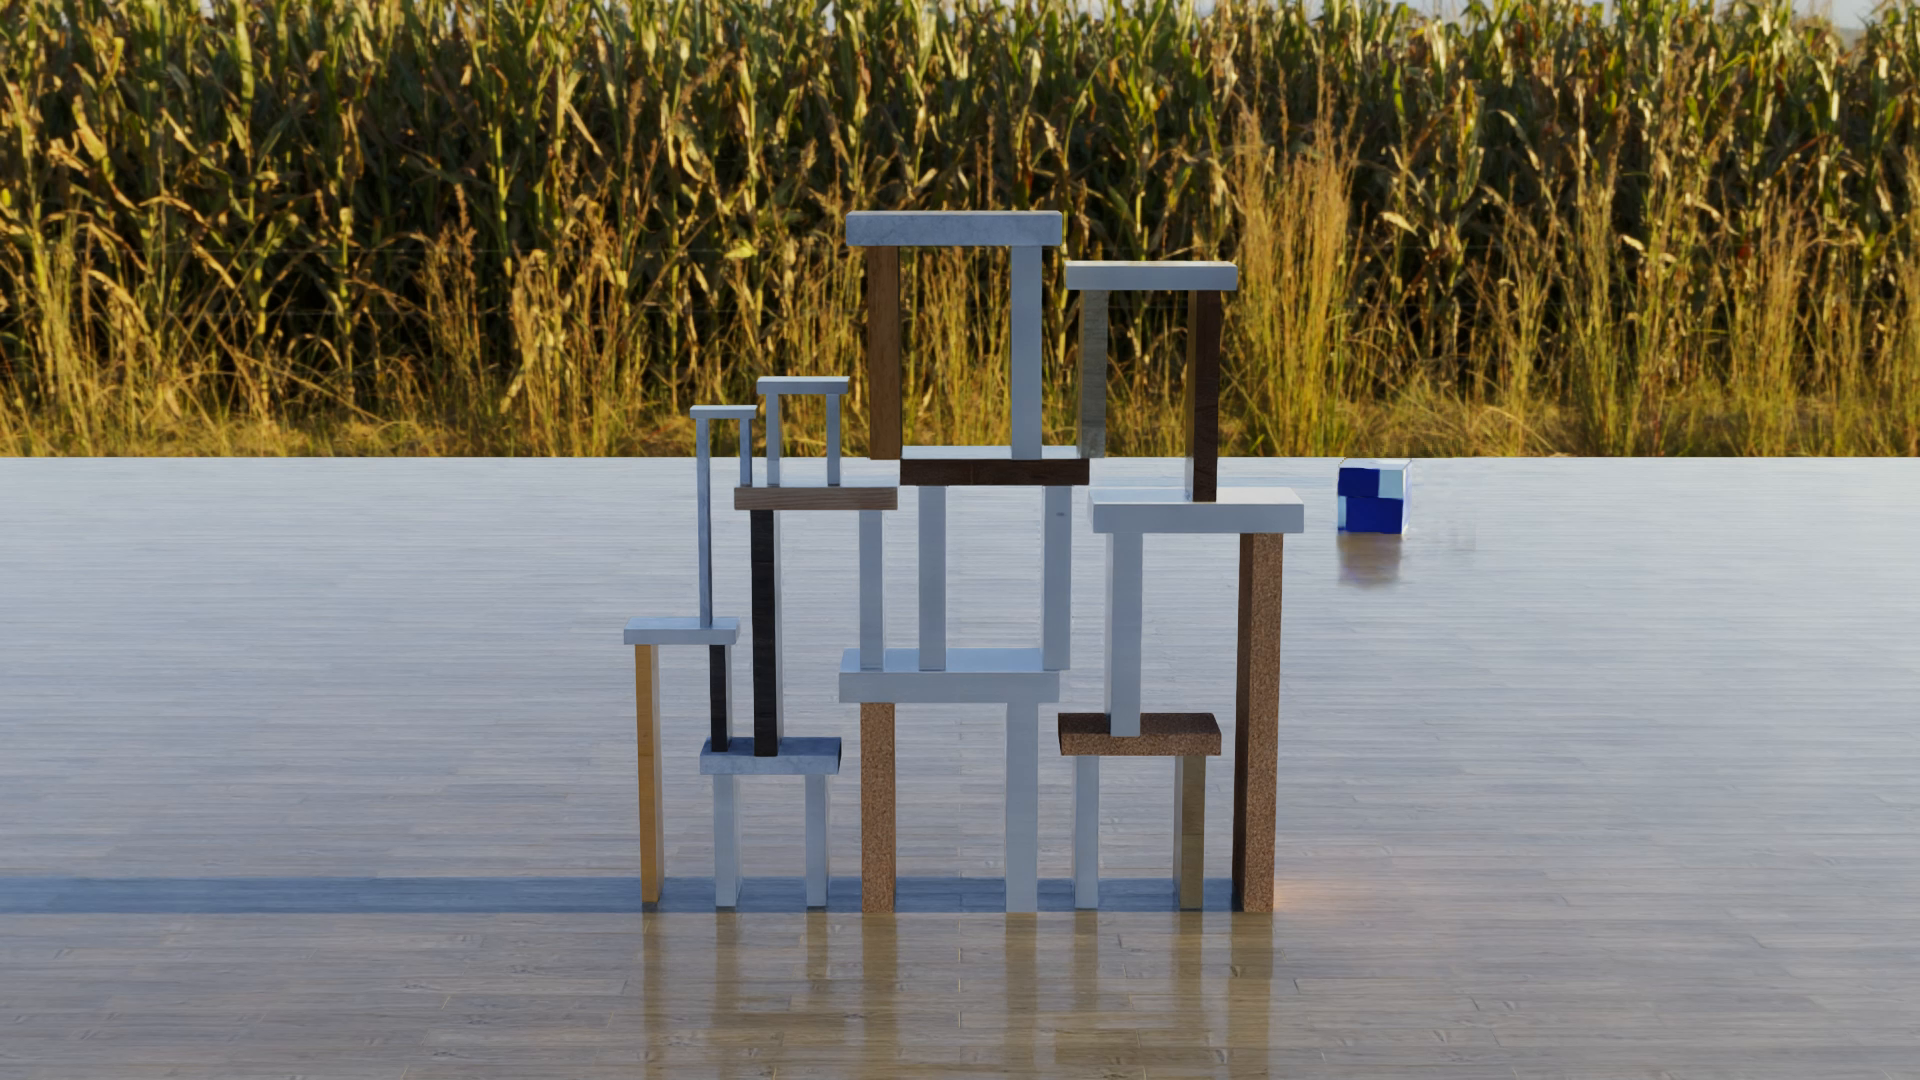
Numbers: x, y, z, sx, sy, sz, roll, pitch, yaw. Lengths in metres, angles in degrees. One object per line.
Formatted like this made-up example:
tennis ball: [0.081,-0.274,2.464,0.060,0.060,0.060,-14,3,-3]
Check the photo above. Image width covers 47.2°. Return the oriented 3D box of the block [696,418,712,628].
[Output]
block: [-0.413,-0.030,3.554,0.015,0.340,0.052,0,11,0]

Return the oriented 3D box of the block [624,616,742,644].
block: [-0.452,0.148,3.591,0.180,0.026,0.090,0,11,0]

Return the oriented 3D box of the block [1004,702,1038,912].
block: [0.100,0.417,3.635,0.050,0.352,0.176,0,11,0]

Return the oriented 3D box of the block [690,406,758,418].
block: [-0.378,-0.205,3.521,0.104,0.015,0.052,0,11,-1]

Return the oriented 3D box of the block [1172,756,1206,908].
block: [0.379,0.464,3.642,0.037,0.258,0.129,0,11,0]

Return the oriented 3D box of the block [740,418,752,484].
block: [-0.344,-0.147,3.533,0.015,0.104,0.052,0,11,0]

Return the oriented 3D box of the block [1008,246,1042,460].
block: [0.104,-0.305,3.505,0.047,0.334,0.167,0,10,0]

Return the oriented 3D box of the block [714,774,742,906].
block: [-0.385,0.481,3.644,0.032,0.224,0.112,0,11,0]

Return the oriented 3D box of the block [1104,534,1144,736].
block: [0.265,0.138,3.581,0.047,0.332,0.166,0,11,0]

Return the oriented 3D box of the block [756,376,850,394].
block: [-0.250,-0.247,3.518,0.144,0.020,0.072,0,11,0]

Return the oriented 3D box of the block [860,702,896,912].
block: [-0.134,0.417,3.635,0.050,0.352,0.176,0,11,0]

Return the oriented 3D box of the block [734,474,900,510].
block: [-0.228,-0.077,3.544,0.258,0.037,0.129,0,11,0]

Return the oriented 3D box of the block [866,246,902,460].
block: [-0.119,-0.305,3.505,0.047,0.334,0.167,0,10,0]

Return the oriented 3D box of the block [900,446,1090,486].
block: [0.055,-0.120,3.541,0.299,0.042,0.149,0,10,0]

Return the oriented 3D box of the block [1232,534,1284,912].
block: [0.487,0.282,3.608,0.047,0.627,0.166,0,11,0]

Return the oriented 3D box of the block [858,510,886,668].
block: [-0.142,0.068,3.571,0.037,0.258,0.129,0,11,0]

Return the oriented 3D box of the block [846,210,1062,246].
block: [-0.009,-0.493,3.472,0.334,0.047,0.167,0,10,0]

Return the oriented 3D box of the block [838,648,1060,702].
block: [-0.017,0.220,3.598,0.352,0.050,0.176,0,11,0]

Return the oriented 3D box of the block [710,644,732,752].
block: [-0.392,0.249,3.610,0.026,0.180,0.090,0,11,0]

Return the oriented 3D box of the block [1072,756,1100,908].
block: [0.207,0.464,3.642,0.037,0.258,0.129,0,11,0]

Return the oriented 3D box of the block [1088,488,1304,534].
block: [0.376,-0.049,3.546,0.332,0.047,0.166,0,11,0]

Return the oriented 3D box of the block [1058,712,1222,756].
block: [0.293,0.319,3.615,0.258,0.037,0.129,0,11,0]

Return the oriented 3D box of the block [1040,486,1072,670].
block: [0.155,0.048,3.569,0.042,0.299,0.149,0,10,0]

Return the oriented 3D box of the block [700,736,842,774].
block: [-0.310,0.355,3.621,0.224,0.032,0.112,0,11,0]

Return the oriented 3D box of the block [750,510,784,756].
block: [-0.314,0.140,3.585,0.037,0.404,0.129,0,11,0]

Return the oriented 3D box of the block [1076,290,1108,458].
block: [0.211,-0.271,3.510,0.037,0.265,0.132,1,10,0]

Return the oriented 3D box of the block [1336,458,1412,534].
block: [1.331,-0.143,7.054,0.205,0.205,0.205,4,11,18]

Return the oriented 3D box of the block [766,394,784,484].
block: [-0.298,-0.167,3.533,0.020,0.144,0.072,0,11,0]

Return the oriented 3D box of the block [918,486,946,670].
block: [-0.044,0.048,3.569,0.042,0.299,0.149,0,10,0]

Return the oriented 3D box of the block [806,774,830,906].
block: [-0.235,0.481,3.644,0.032,0.224,0.112,0,11,0]

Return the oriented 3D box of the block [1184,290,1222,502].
block: [0.387,-0.236,3.512,0.037,0.333,0.132,0,11,0]

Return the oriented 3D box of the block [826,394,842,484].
block: [-0.202,-0.167,3.533,0.020,0.144,0.072,0,11,0]

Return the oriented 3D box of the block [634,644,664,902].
block: [-0.512,0.375,3.633,0.026,0.436,0.090,0,11,0]

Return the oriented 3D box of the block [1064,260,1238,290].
block: [0.299,-0.419,3.480,0.265,0.037,0.132,0,11,1]
